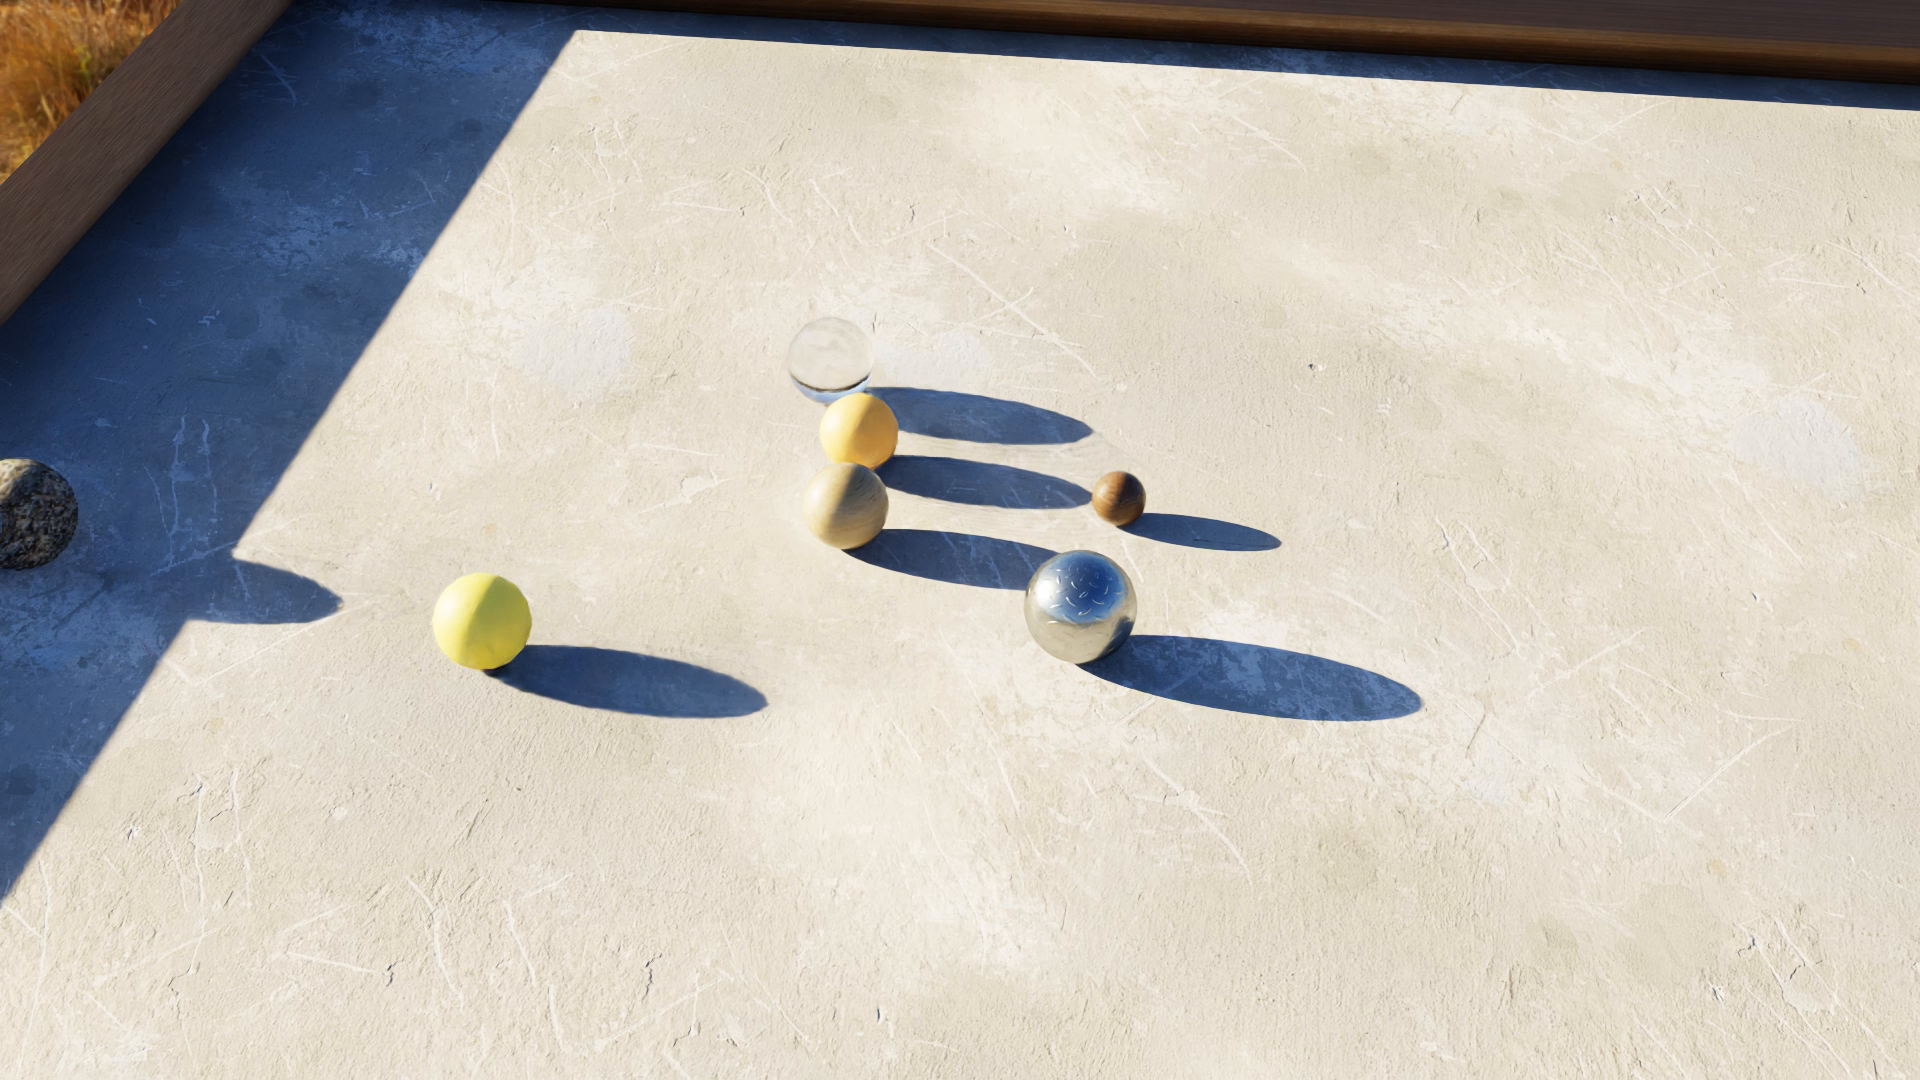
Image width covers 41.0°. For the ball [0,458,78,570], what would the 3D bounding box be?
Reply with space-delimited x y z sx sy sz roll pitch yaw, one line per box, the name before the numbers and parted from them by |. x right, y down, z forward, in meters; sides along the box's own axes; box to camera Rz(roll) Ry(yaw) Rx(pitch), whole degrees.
ball | -0.692 -0.019 1.885 0.083 0.083 0.083 0 35 0

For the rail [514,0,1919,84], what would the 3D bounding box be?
rail | 0.995 -0.488 2.536 3.462 0.107 0.045 5 35 7

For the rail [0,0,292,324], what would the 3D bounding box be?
rail | -0.833 -0.088 1.960 0.045 0.107 1.962 5 35 7

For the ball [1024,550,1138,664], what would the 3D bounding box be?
ball | 0.084 0.047 1.793 0.080 0.080 0.080 0 35 0

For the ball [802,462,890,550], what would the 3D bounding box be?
ball | -0.085 -0.026 1.910 0.065 0.065 0.065 0 35 0

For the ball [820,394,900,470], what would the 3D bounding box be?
ball | -0.078 -0.083 1.995 0.062 0.062 0.062 0 35 0

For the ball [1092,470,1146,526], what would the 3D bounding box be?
ball | 0.120 -0.032 1.939 0.042 0.042 0.042 0 35 0

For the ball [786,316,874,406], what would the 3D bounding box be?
ball | -0.105 -0.145 2.075 0.072 0.072 0.072 0 35 0

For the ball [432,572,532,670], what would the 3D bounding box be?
ball | -0.333 0.057 1.789 0.068 0.068 0.068 0 35 0
